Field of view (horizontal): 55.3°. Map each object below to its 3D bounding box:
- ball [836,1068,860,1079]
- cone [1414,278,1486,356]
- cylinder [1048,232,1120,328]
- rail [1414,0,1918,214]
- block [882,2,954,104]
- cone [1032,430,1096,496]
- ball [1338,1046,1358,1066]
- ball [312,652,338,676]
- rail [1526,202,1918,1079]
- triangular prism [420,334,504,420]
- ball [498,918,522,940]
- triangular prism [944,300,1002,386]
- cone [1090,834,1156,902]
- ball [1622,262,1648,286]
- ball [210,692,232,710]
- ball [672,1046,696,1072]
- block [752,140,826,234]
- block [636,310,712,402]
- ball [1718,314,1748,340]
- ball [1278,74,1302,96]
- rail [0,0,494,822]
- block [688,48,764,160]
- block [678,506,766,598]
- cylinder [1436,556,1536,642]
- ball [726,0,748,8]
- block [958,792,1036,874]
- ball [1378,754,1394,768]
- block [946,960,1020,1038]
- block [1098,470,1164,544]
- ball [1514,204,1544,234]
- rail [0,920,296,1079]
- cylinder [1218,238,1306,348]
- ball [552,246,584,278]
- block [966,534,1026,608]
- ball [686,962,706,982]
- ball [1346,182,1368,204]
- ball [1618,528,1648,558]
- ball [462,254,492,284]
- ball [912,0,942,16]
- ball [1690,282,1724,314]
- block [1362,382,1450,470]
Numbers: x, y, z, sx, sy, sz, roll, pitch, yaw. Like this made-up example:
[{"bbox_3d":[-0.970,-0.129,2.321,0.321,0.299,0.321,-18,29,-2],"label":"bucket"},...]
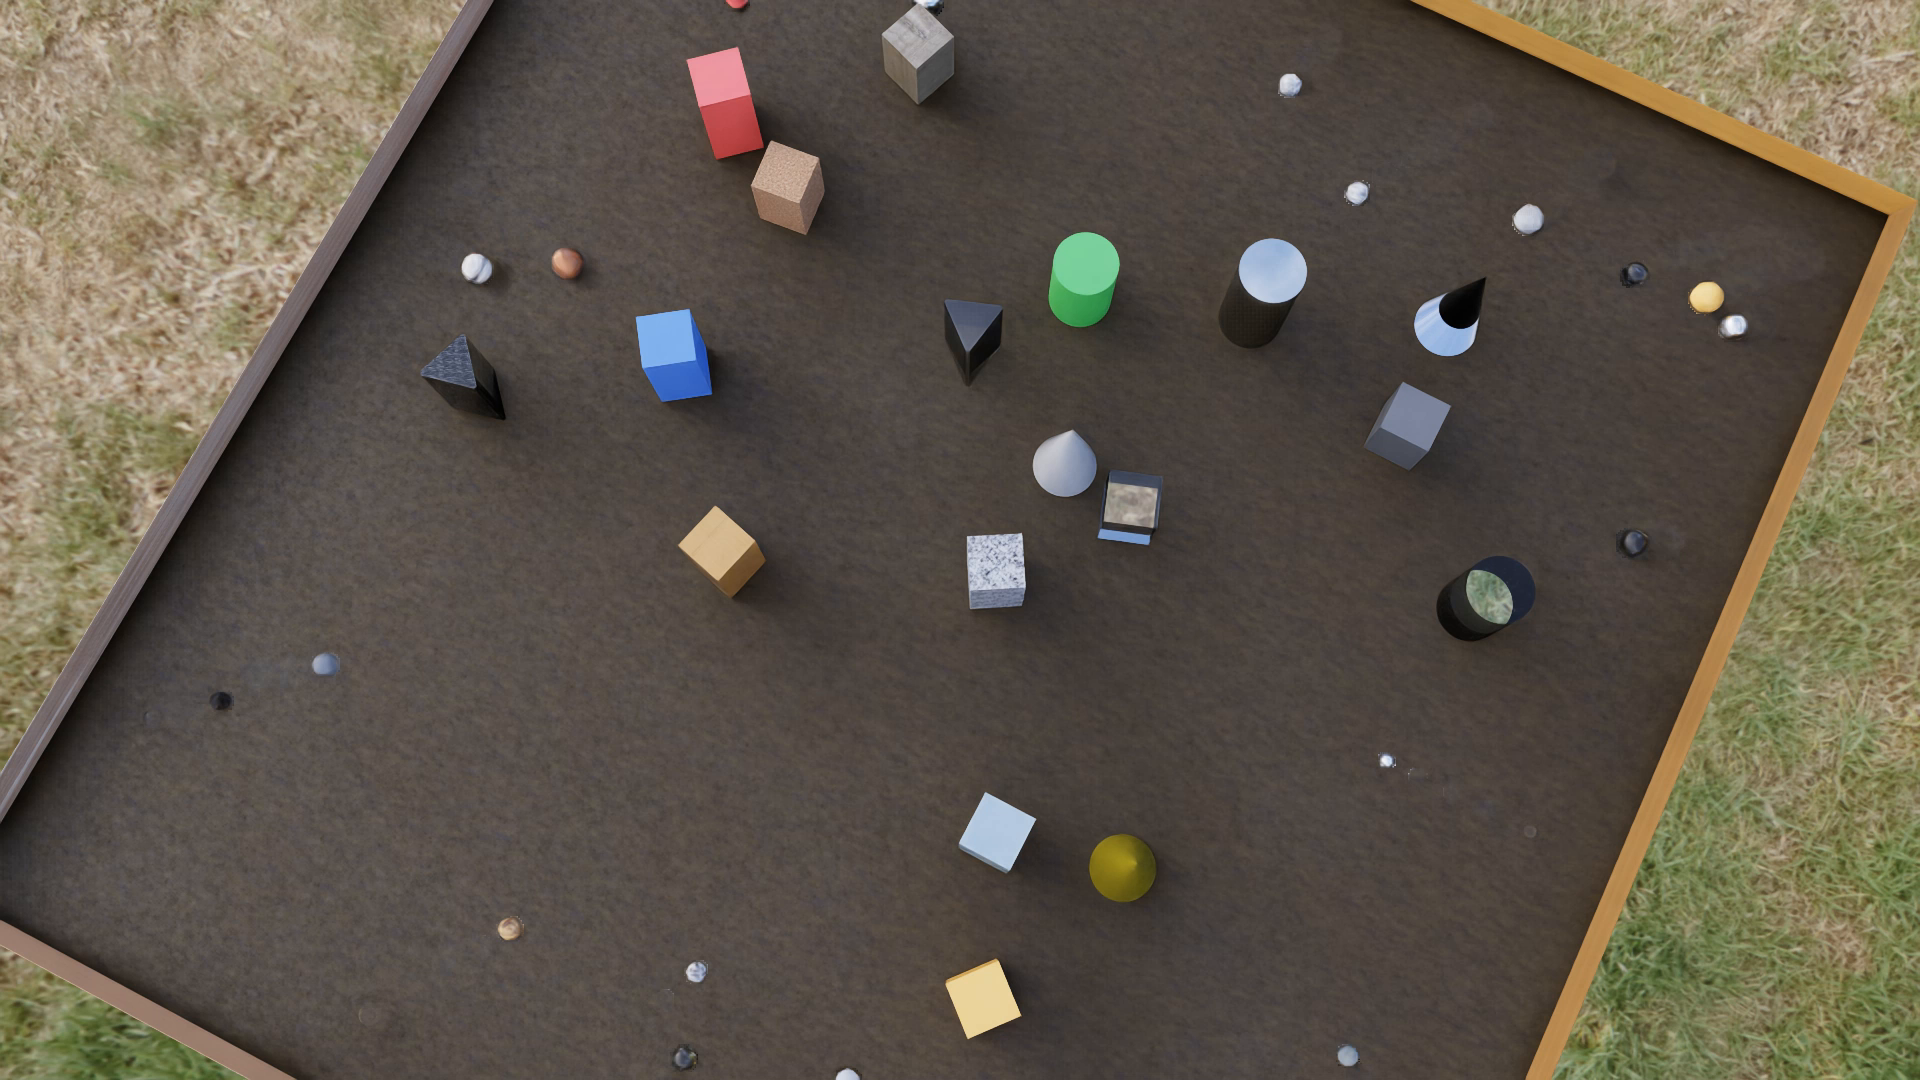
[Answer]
[{"bbox_3d":[-0.323,1.555,5.258,0.072,0.072,0.072,0,78,0],"label":"ball"},{"bbox_3d":[1.527,-0.718,5.535,0.198,0.452,0.198,0,78,0],"label":"cone"},{"bbox_3d":[0.378,-0.796,5.627,0.198,0.302,0.198,0,78,0],"label":"cylinder"},{"bbox_3d":[1.015,-1.981,5.960,4.380,0.129,0.045,26,80,5],"label":"rail"},{"bbox_3d":[-0.131,-1.538,5.804,0.159,0.256,0.159,-43,81,-8],"label":"block"},{"bbox_3d":[0.324,-0.274,5.456,0.198,0.426,0.198,0,78,0],"label":"cone"},{"bbox_3d":[1.118,1.488,5.279,0.058,0.058,0.058,0,78,0],"label":"ball"},{"bbox_3d":[-1.906,0.375,5.502,0.072,0.072,0.072,0,78,0],"label":"ball"},{"bbox_3d":[1.938,0.956,5.352,0.045,0.129,4.587,26,80,5],"label":"rail"},{"bbox_3d":[-1.478,-0.501,5.542,0.172,0.350,0.149,15,79,3],"label":"triangular prism"},{"bbox_3d":[-1.314,1.136,5.348,0.065,0.065,0.065,0,78,0],"label":"ball"},{"bbox_3d":[0.015,-0.625,5.560,0.149,0.364,0.172,36,81,7],"label":"triangular prism"},{"bbox_3d":[0.481,0.923,5.194,0.198,0.453,0.198,0,78,0],"label":"cone"},{"bbox_3d":[2.116,-0.834,5.749,0.079,0.079,0.079,0,78,0],"label":"ball"},{"bbox_3d":[-2.213,0.482,5.487,0.059,0.059,0.059,0,78,0],"label":"ball"},{"bbox_3d":[-0.796,1.492,5.272,0.070,0.070,0.070,0,78,0],"label":"ball"},{"bbox_3d":[-0.533,-1.095,5.709,0.159,0.262,0.159,21,79,4],"label":"block"},{"bbox_3d":[-0.862,-0.555,5.549,0.159,0.357,0.159,-9,78,-2],"label":"block"},{"bbox_3d":[2.410,-0.664,5.710,0.086,0.086,0.086,0,78,0],"label":"ball"},{"bbox_3d":[1.060,-1.462,5.883,0.071,0.071,0.071,0,78,0],"label":"ball"},{"bbox_3d":[-1.938,-0.942,5.745,0.045,0.129,4.587,26,80,5],"label":"rail"},{"bbox_3d":[-0.726,-1.353,5.699,0.159,0.387,0.159,-15,79,-3],"label":"block"},{"bbox_3d":[-0.704,0.040,5.454,0.159,0.302,0.159,41,81,8],"label":"block"},{"bbox_3d":[1.548,0.176,5.408,0.198,0.336,0.198,0,78,0],"label":"cylinder"},{"bbox_3d":[-0.724,-1.762,5.943,0.075,0.075,0.075,0,78,0],"label":"ball"},{"bbox_3d":[0.104,0.843,5.250,0.159,0.377,0.159,27,80,5],"label":"block"},{"bbox_3d":[1.269,0.658,5.459,0.042,0.042,0.042,0,78,0],"label":"ball"},{"bbox_3d":[0.064,1.293,5.182,0.159,0.326,0.159,-22,79,-4],"label":"block"},{"bbox_3d":[0.511,-0.097,5.513,0.159,0.243,0.159,8,78,2],"label":"block"},{"bbox_3d":[1.794,-1.012,5.780,0.090,0.090,0.090,0,78,0],"label":"ball"},{"bbox_3d":[-1.015,1.995,5.137,4.380,0.129,0.045,26,80,5],"label":"rail"},{"bbox_3d":[0.912,-0.741,5.549,0.198,0.432,0.198,0,78,0],"label":"cylinder"},{"bbox_3d":[-1.231,-0.869,5.746,0.099,0.099,0.099,0,78,0],"label":"ball"},{"bbox_3d":[0.105,0.095,5.433,0.159,0.320,0.159,-3,78,-1],"label":"block"},{"bbox_3d":[-0.766,1.256,5.327,0.058,0.058,0.058,0,78,0],"label":"ball"},{"bbox_3d":[1.260,-1.100,5.810,0.068,0.068,0.068,0,78,0],"label":"ball"},{"bbox_3d":[2.044,0.009,5.570,0.087,0.087,0.087,0,78,0],"label":"ball"},{"bbox_3d":[-1.515,-0.851,5.745,0.094,0.094,0.094,0,78,0],"label":"ball"},{"bbox_3d":[-0.108,-1.742,5.929,0.095,0.095,0.095,0,78,0],"label":"ball"},{"bbox_3d":[2.333,-0.758,5.723,0.098,0.098,0.098,0,78,0],"label":"ball"},{"bbox_3d":[1.355,-0.343,5.566,0.159,0.238,0.159,28,80,5],"label":"block"}]
